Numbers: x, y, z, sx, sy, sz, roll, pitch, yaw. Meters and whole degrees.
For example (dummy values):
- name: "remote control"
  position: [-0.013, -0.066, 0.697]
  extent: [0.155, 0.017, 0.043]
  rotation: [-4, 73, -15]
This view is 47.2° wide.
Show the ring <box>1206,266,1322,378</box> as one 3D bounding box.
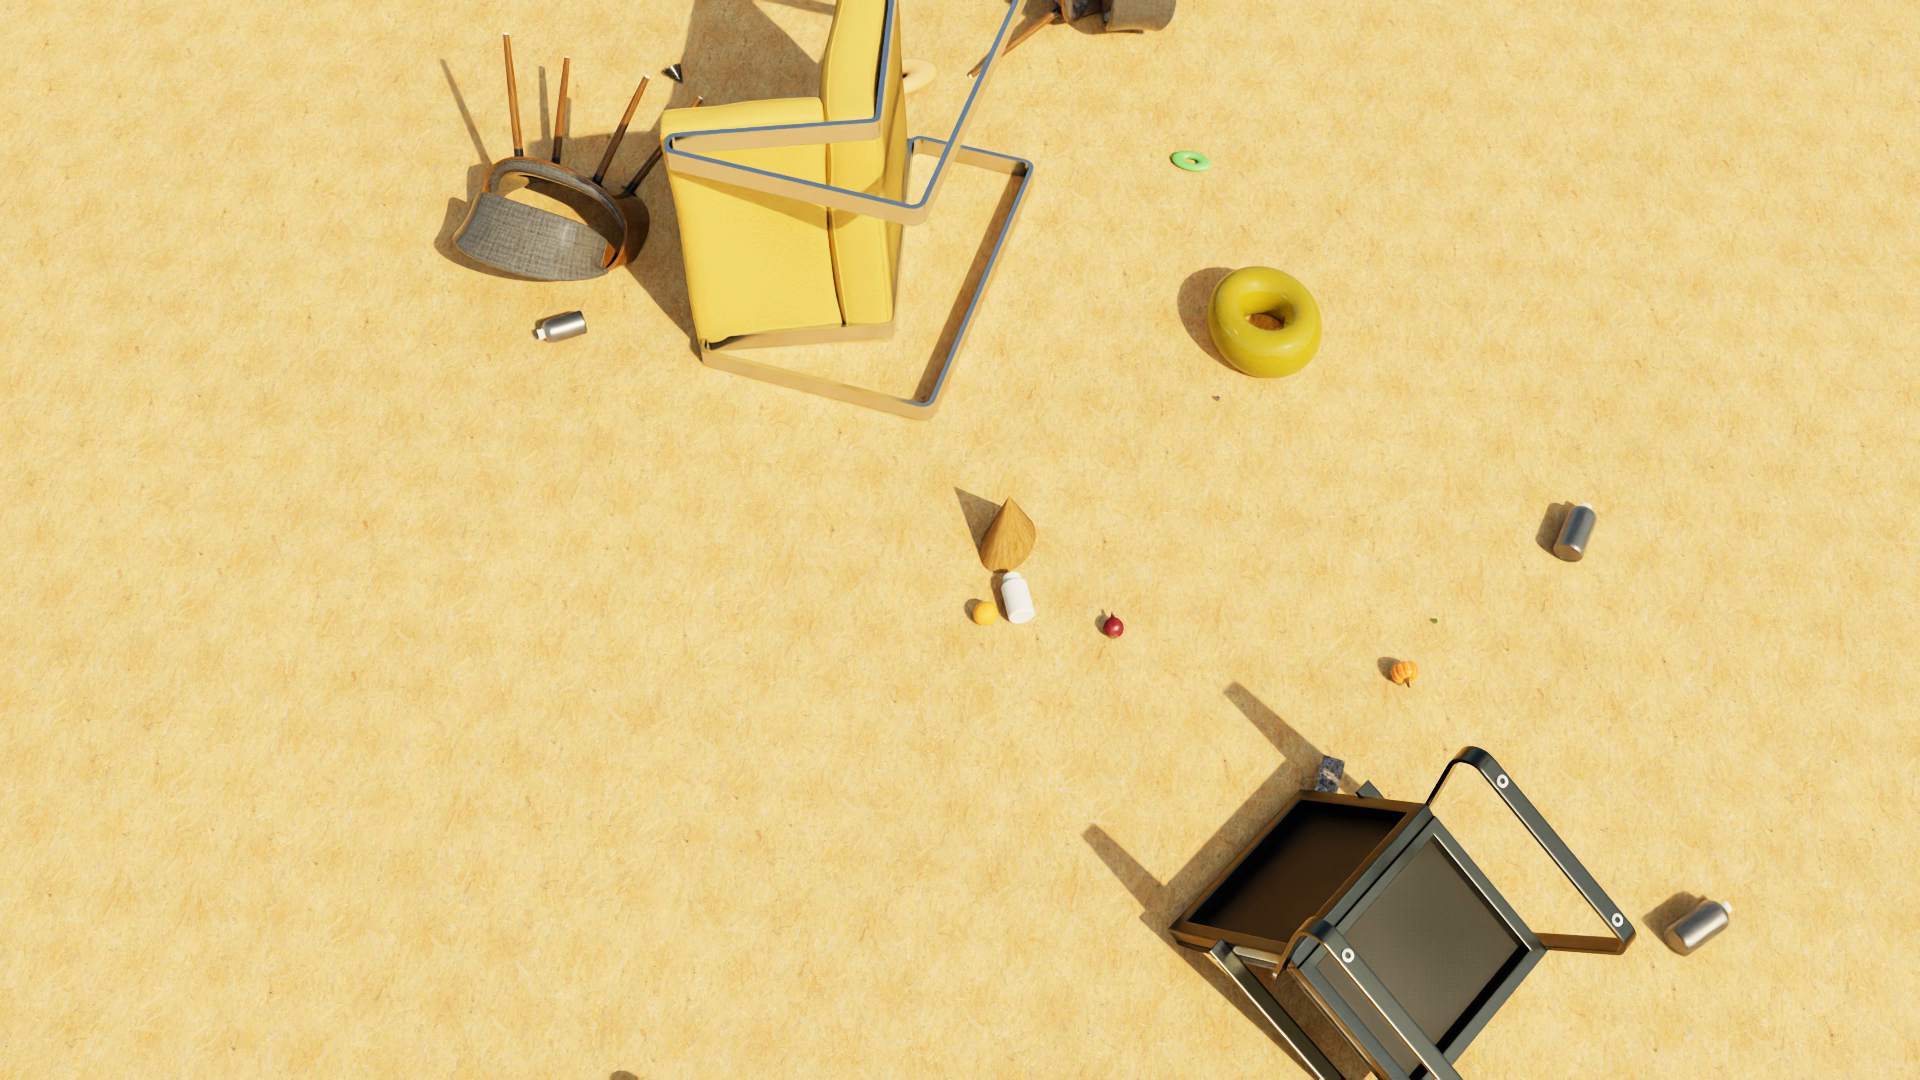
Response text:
- name: "ring"
  position: [0.958, -0.688, 6.931]
  extent: [0.350, 0.178, 0.406]
  rotation: [-23, 58, -13]

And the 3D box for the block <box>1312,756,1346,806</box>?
- name: "block"
  position: [1.022, 0.666, 6.096]
  extent: [0.062, 0.051, 0.118]
  rotation: [16, 58, 10]

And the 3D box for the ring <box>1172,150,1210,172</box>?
- name: "ring"
  position: [0.781, -1.278, 7.418]
  extent: [0.136, 0.023, 0.082]
  rotation: [16, 58, 11]

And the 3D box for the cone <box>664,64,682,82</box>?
- name: "cone"
  position: [-0.981, -1.611, 7.640]
  extent: [0.069, 0.052, 0.067]
  rotation: [-32, 83, -22]

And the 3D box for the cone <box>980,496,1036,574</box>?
- name: "cone"
  position: [0.142, -0.060, 6.464]
  extent: [0.153, 0.249, 0.228]
  rotation: [22, 59, 14]

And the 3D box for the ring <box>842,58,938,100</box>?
- name: "ring"
  position: [-0.243, -1.596, 7.613]
  extent: [0.350, 0.053, 0.165]
  rotation: [-15, 57, -10]
